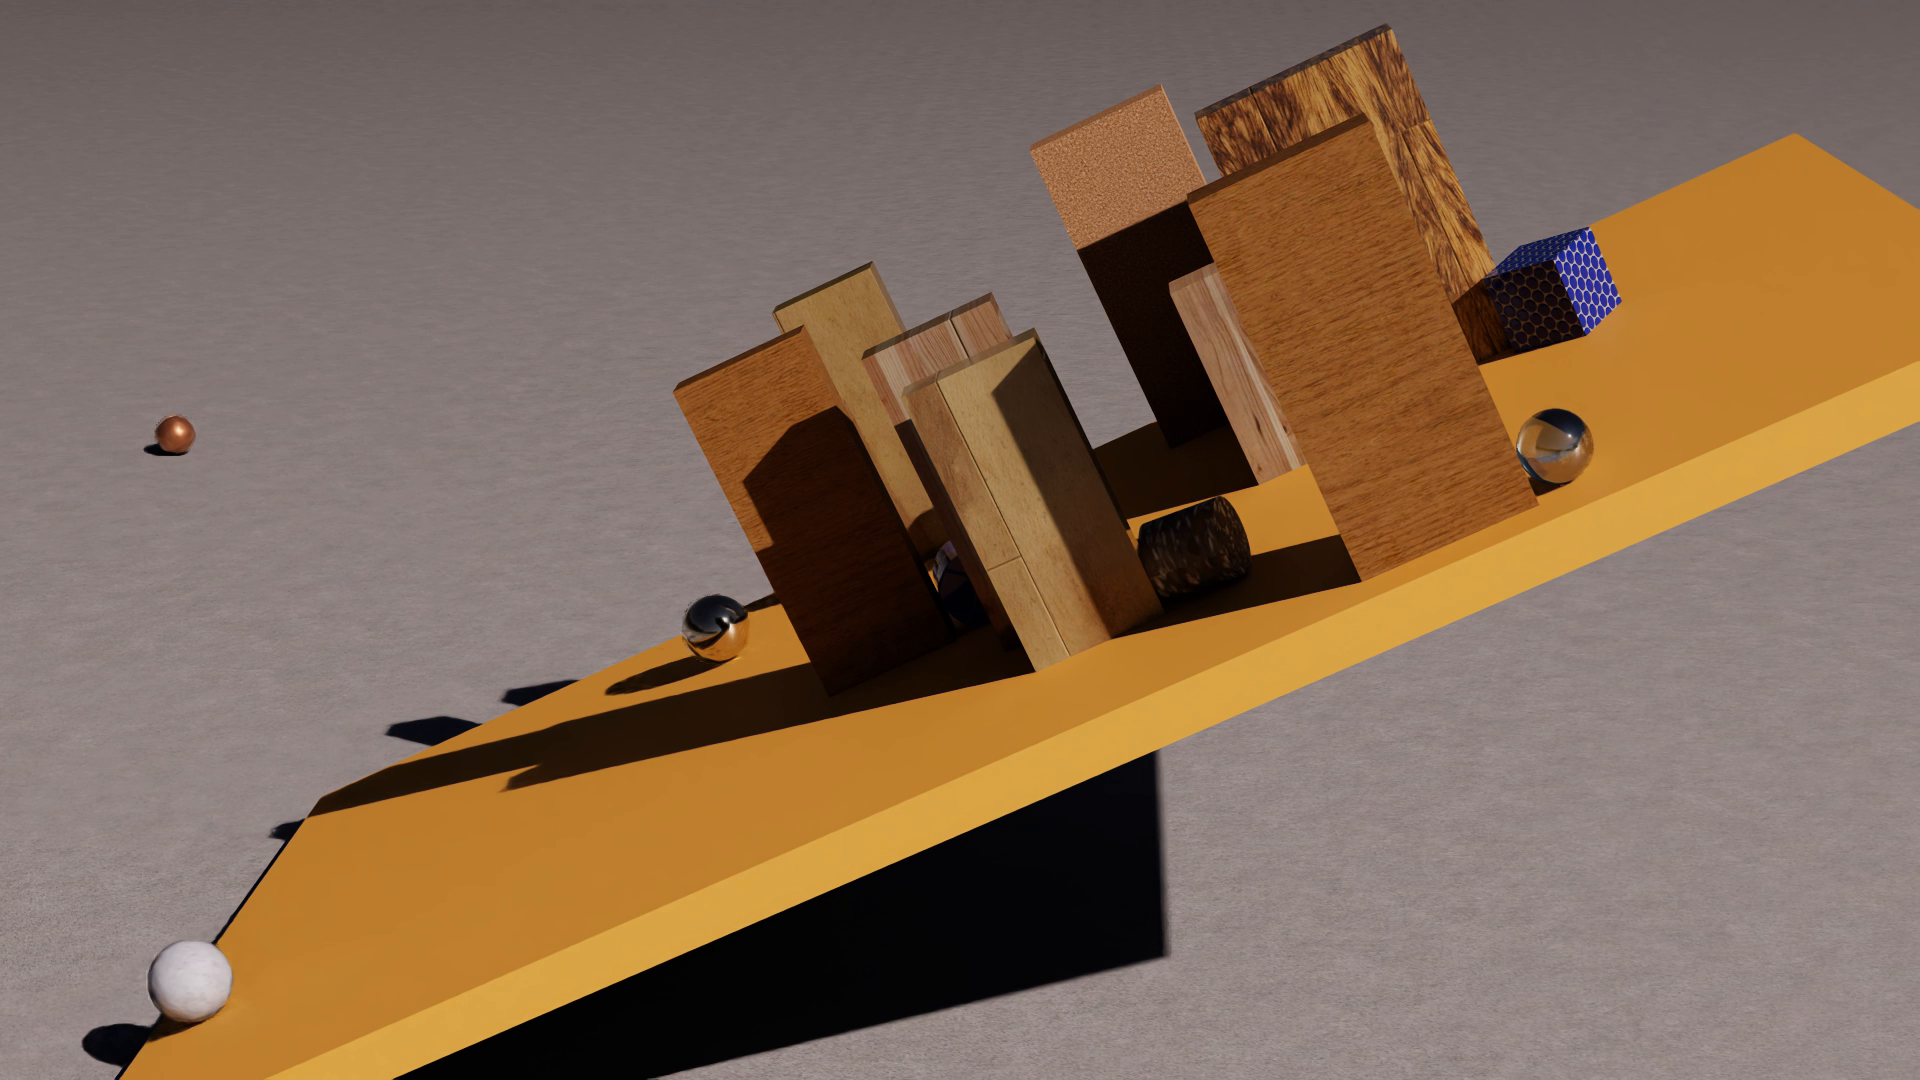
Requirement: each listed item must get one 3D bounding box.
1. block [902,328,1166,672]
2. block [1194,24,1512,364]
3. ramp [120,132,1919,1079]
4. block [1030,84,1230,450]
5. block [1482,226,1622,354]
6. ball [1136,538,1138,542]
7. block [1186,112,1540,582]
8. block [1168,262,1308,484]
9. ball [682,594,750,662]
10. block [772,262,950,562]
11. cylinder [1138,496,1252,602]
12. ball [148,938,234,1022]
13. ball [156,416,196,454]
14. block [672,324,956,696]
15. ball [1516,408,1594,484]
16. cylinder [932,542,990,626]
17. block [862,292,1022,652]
[{"bbox_3d":[0.145,-0.075,5.658,0.277,0.601,0.093,-24,13,9],"label":"block"},{"bbox_3d":[0.860,-0.673,6.308,0.447,0.731,0.125,-24,13,9],"label":"block"},{"bbox_3d":[0.136,0.169,6.282,4.000,0.100,2.000,-24,13,9],"label":"ramp"},{"bbox_3d":[0.474,-0.626,6.779,0.328,0.768,0.109,-24,13,9],"label":"block"},{"bbox_3d":[1.254,-0.529,6.225,0.178,0.178,0.178,-13,19,44],"label":"block"},{"bbox_3d":[0.342,0.061,5.803,0.129,0.129,0.129,0,16,0],"label":"ball"},{"bbox_3d":[0.719,-0.340,5.244,0.343,0.756,0.119,-24,13,9],"label":"block"},{"bbox_3d":[0.712,-0.408,6.187,0.388,0.453,0.119,-24,13,9],"label":"block"},{"bbox_3d":[-0.572,0.207,6.908,0.159,0.159,0.159,0,16,0],"label":"ball"},{"bbox_3d":[-0.170,-0.286,6.882,0.252,0.685,0.093,-24,13,9],"label":"block"},{"bbox_3d":[0.454,0.017,5.684,0.162,0.162,0.162,-20,7,24],"label":"cylinder"},{"bbox_3d":[-1.599,0.916,6.111,0.173,0.173,0.173,0,16,0],"label":"ball"},{"bbox_3d":[-3.022,-0.403,11.335,0.148,0.148,0.148,0,16,0],"label":"ball"},{"bbox_3d":[-0.299,-0.057,6.151,0.294,0.729,0.088,-24,13,9],"label":"block"},{"bbox_3d":[1.069,-0.168,5.284,0.137,0.137,0.137,0,16,0],"label":"ball"},{"bbox_3d":[0.030,0.083,6.234,0.163,0.163,0.163,-2,12,-5],"label":"cylinder"},{"bbox_3d":[0.077,-0.132,5.867,0.280,0.664,0.091,-24,13,9],"label":"block"}]
